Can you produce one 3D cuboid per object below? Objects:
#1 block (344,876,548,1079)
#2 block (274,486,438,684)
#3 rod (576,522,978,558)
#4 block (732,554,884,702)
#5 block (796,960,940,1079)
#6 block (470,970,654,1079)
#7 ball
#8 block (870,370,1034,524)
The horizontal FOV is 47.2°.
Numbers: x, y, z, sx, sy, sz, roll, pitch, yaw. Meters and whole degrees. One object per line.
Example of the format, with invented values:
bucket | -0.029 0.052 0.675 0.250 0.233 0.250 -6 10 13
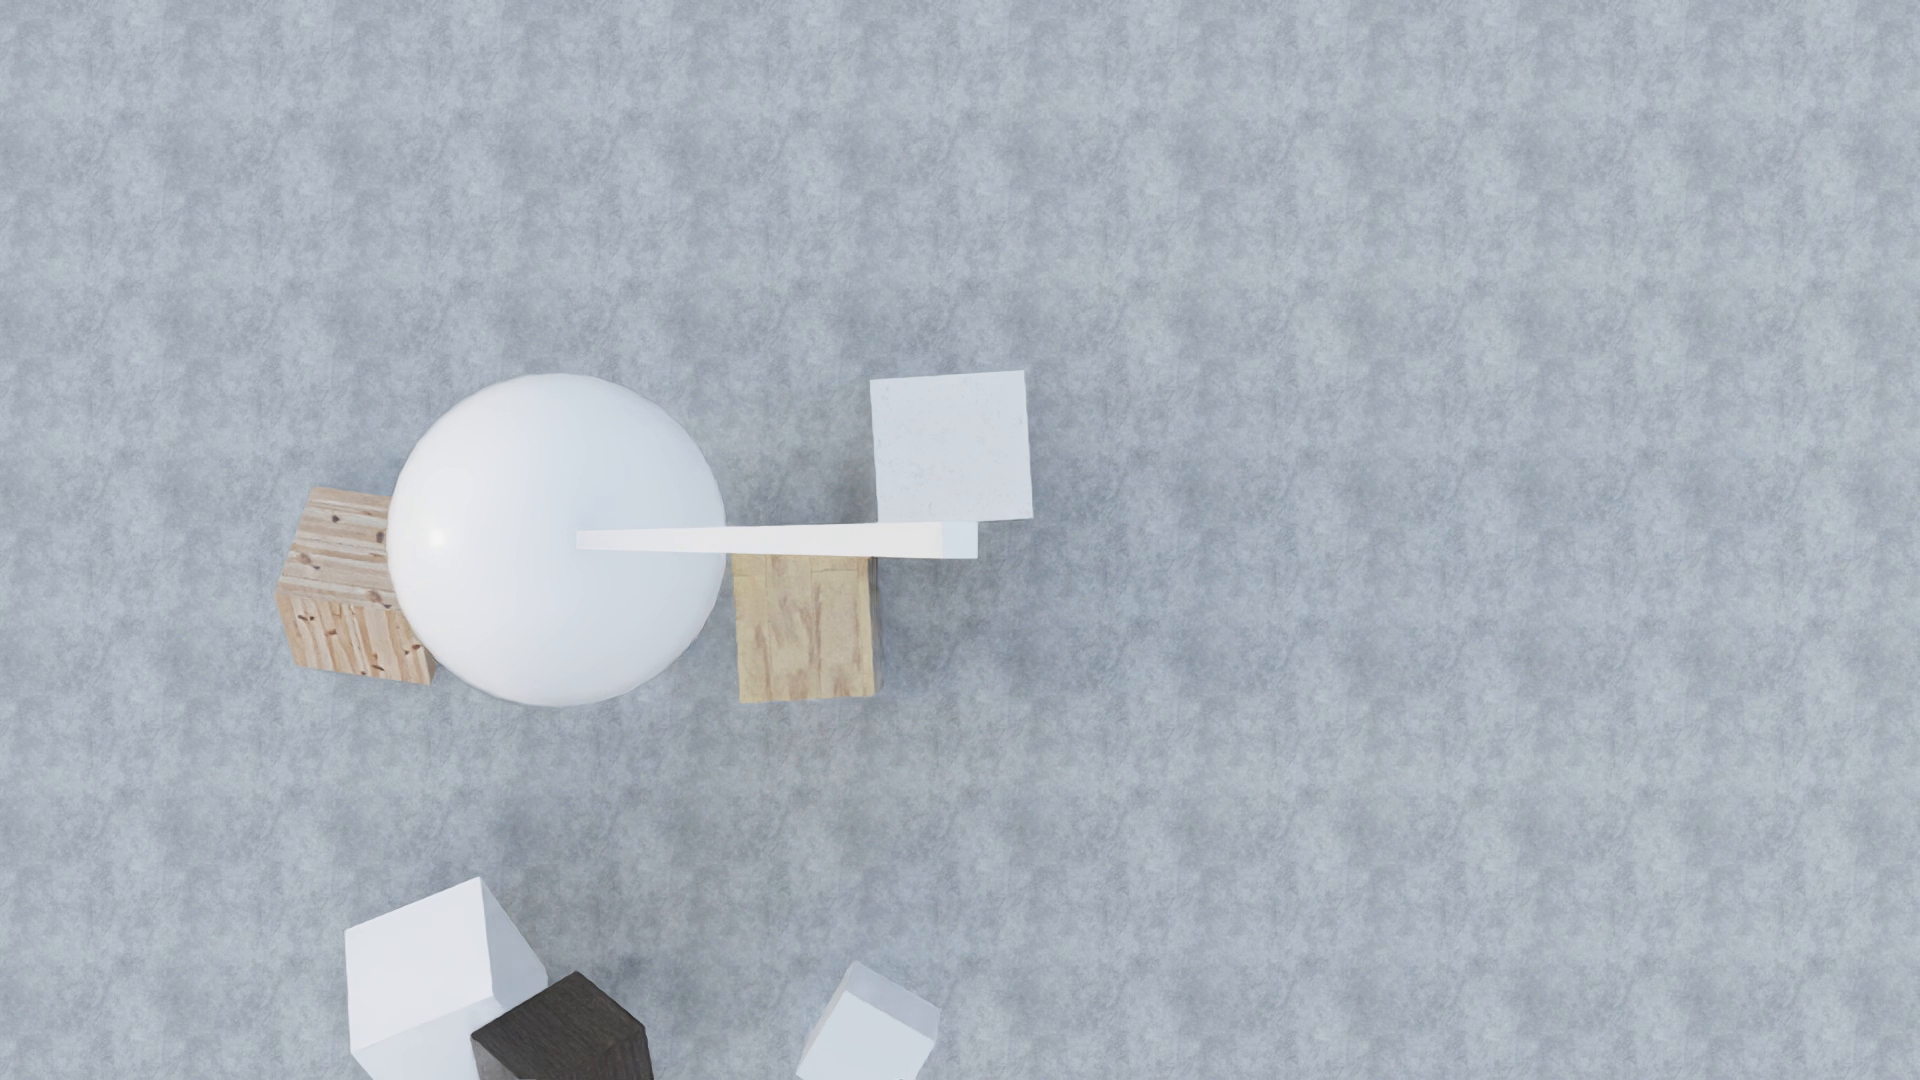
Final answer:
block | -2.849 2.636 12.366 0.820 0.874 0.926 -22 131 0
block | -3.336 0.261 12.483 0.780 0.741 0.743 8 55 0
rod | -0.828 0.000 7.254 0.080 5.200 0.080 0 90 -19
block | -0.854 0.418 12.539 0.741 0.905 0.916 -3 90 1
block | -0.483 2.682 11.761 0.548 0.504 0.531 30 98 -2
block | -2.121 2.955 11.907 0.693 0.636 0.807 -28 128 -34
ball | -1.911 0.000 10.477 1.600 1.600 1.600 0 90 0
block | -0.046 -0.501 12.555 0.852 0.891 0.816 -4 90 0
